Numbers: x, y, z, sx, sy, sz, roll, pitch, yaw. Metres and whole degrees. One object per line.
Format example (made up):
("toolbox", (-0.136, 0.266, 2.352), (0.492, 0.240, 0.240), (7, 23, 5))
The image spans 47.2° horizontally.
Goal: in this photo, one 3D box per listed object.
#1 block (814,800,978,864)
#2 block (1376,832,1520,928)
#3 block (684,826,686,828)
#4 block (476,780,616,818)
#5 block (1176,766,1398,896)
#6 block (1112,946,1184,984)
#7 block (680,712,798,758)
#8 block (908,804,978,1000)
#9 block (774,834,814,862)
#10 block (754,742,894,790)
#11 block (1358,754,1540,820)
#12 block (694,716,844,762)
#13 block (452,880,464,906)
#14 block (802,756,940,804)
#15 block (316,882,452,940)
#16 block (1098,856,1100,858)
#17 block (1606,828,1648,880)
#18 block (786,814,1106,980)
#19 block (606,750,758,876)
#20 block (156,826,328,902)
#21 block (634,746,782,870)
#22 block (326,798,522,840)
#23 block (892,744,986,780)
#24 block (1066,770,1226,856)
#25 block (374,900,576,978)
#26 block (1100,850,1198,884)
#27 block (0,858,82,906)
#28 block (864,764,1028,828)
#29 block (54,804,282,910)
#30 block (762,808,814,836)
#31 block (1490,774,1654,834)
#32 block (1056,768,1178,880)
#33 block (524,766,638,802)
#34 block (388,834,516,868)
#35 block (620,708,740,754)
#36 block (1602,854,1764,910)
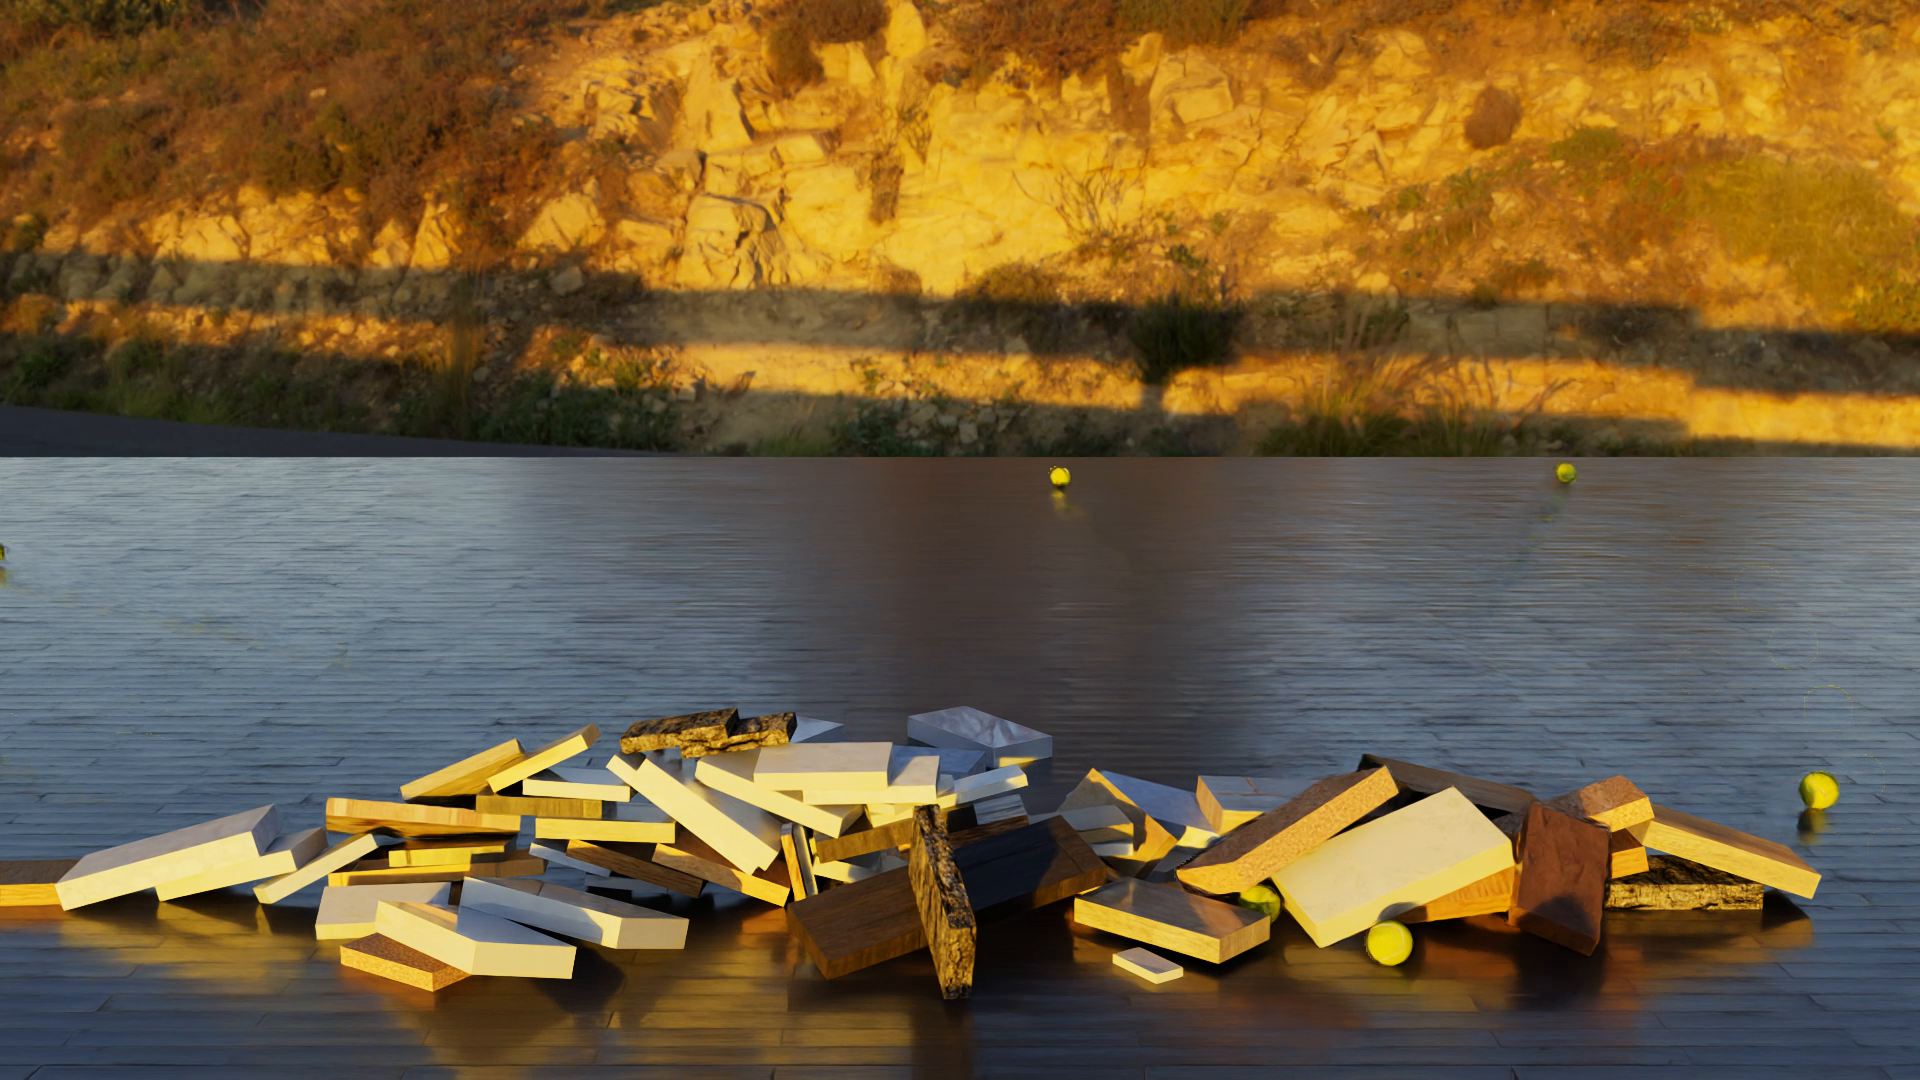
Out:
("block", (-0.109, 0.465, 3.626), (0.264, 0.037, 0.132), (-13, 12, -4))
("block", (0.789, 0.545, 3.528), (0.263, 0.037, 0.131), (-10, 35, 9))
("block", (-0.496, 0.531, 3.920), (0.088, 0.025, 0.176), (-8, 13, -37))
("block", (-0.686, 0.429, 3.654), (0.210, 0.030, 0.105), (2, 9, 5))
("block", (0.535, 0.477, 3.593), (0.346, 0.049, 0.173), (-26, 0, -29))
("block", (0.285, 0.645, 3.335), (0.052, 0.015, 0.103), (-7, 13, -34))
("block", (-0.367, 0.324, 3.653), (0.181, 0.026, 0.090), (-9, 13, 7))
("block", (-0.028, 0.539, 3.299), (0.039, 0.139, 0.277), (-3, 33, -12))
("block", (-0.301, 0.508, 3.902), (0.114, 0.032, 0.314), (-22, 11, 0))
("block", (-0.220, 0.367, 3.570), (0.214, 0.030, 0.107), (-1, 21, 4))
("block", (0.887, 0.461, 3.866), (0.347, 0.049, 0.173), (14, 11, -22))
("block", (-0.385, 0.418, 4.477), (0.150, 0.043, 0.301), (7, 13, 32))
("block", (-0.865, 0.581, 3.638), (0.200, 0.028, 0.100), (-4, 11, -22))
("block", (-0.143, 0.391, 3.583), (0.214, 0.030, 0.107), (-1, 21, 4))
("block", (-0.917, 0.591, 3.508), (0.200, 0.028, 0.100), (-1, 28, -6))
("block", (0.208, 0.523, 3.765), (0.047, 0.013, 0.094), (36, 3, -14))
("block", (0.971, 0.537, 3.655), (0.299, 0.042, 0.149), (-13, 10, 2))
("block", (-0.017, 0.554, 3.442), (0.495, 0.039, 0.139), (-14, 37, -27))
("block", (-0.448, 0.445, 3.636), (0.296, 0.025, 0.089), (37, 10, 2))
("block", (-1.197, 0.540, 3.668), (0.251, 0.036, 0.126), (-14, 8, 11))
("block", (-0.408, 0.435, 3.634), (0.264, 0.037, 0.132), (36, 10, -3))
("block", (-0.903, 0.476, 3.702), (0.315, 0.030, 0.105), (7, -24, -13))
("block", (-0.113, 0.446, 4.326), (0.301, 0.043, 0.150), (3, 11, 14))
("block", (0.377, 0.490, 3.861), (0.349, 0.049, 0.175), (12, 14, 23))
("block", (-0.731, 0.598, 3.301), (0.163, 0.046, 0.327), (12, -5, -39))
("block", (0.271, 0.550, 3.805), (0.260, 0.029, 0.104), (8, 13, 36))
("block", (-1.601, 0.572, 3.667), (0.251, 0.036, 0.126), (-1, 11, -6))
("block", (-0.023, 0.419, 3.615), (0.264, 0.019, 0.067), (-14, 12, -9))
("block", (-1.312, 0.526, 3.658), (0.327, 0.046, 0.163), (-15, 10, -2))
("block", (-0.272, 0.466, 3.731), (0.176, 0.088, 0.025), (-21, 42, 8))
("block", (0.922, 0.495, 3.646), (0.424, 0.037, 0.131), (-20, 10, 2))
("block", (0.265, 0.490, 3.757), (0.208, 0.104, 0.029), (39, -3, 41))
("block", (-0.624, 0.404, 3.643), (0.177, 0.025, 0.089), (3, 9, 5))
("block", (-0.843, 0.518, 3.662), (0.190, 0.027, 0.095), (-3, 4, 1))
("block", (-0.464, 0.316, 3.647), (0.181, 0.026, 0.090), (-9, 12, 9))
("block", (1.162, 0.569, 3.665), (0.299, 0.042, 0.149), (0, 11, 0))
